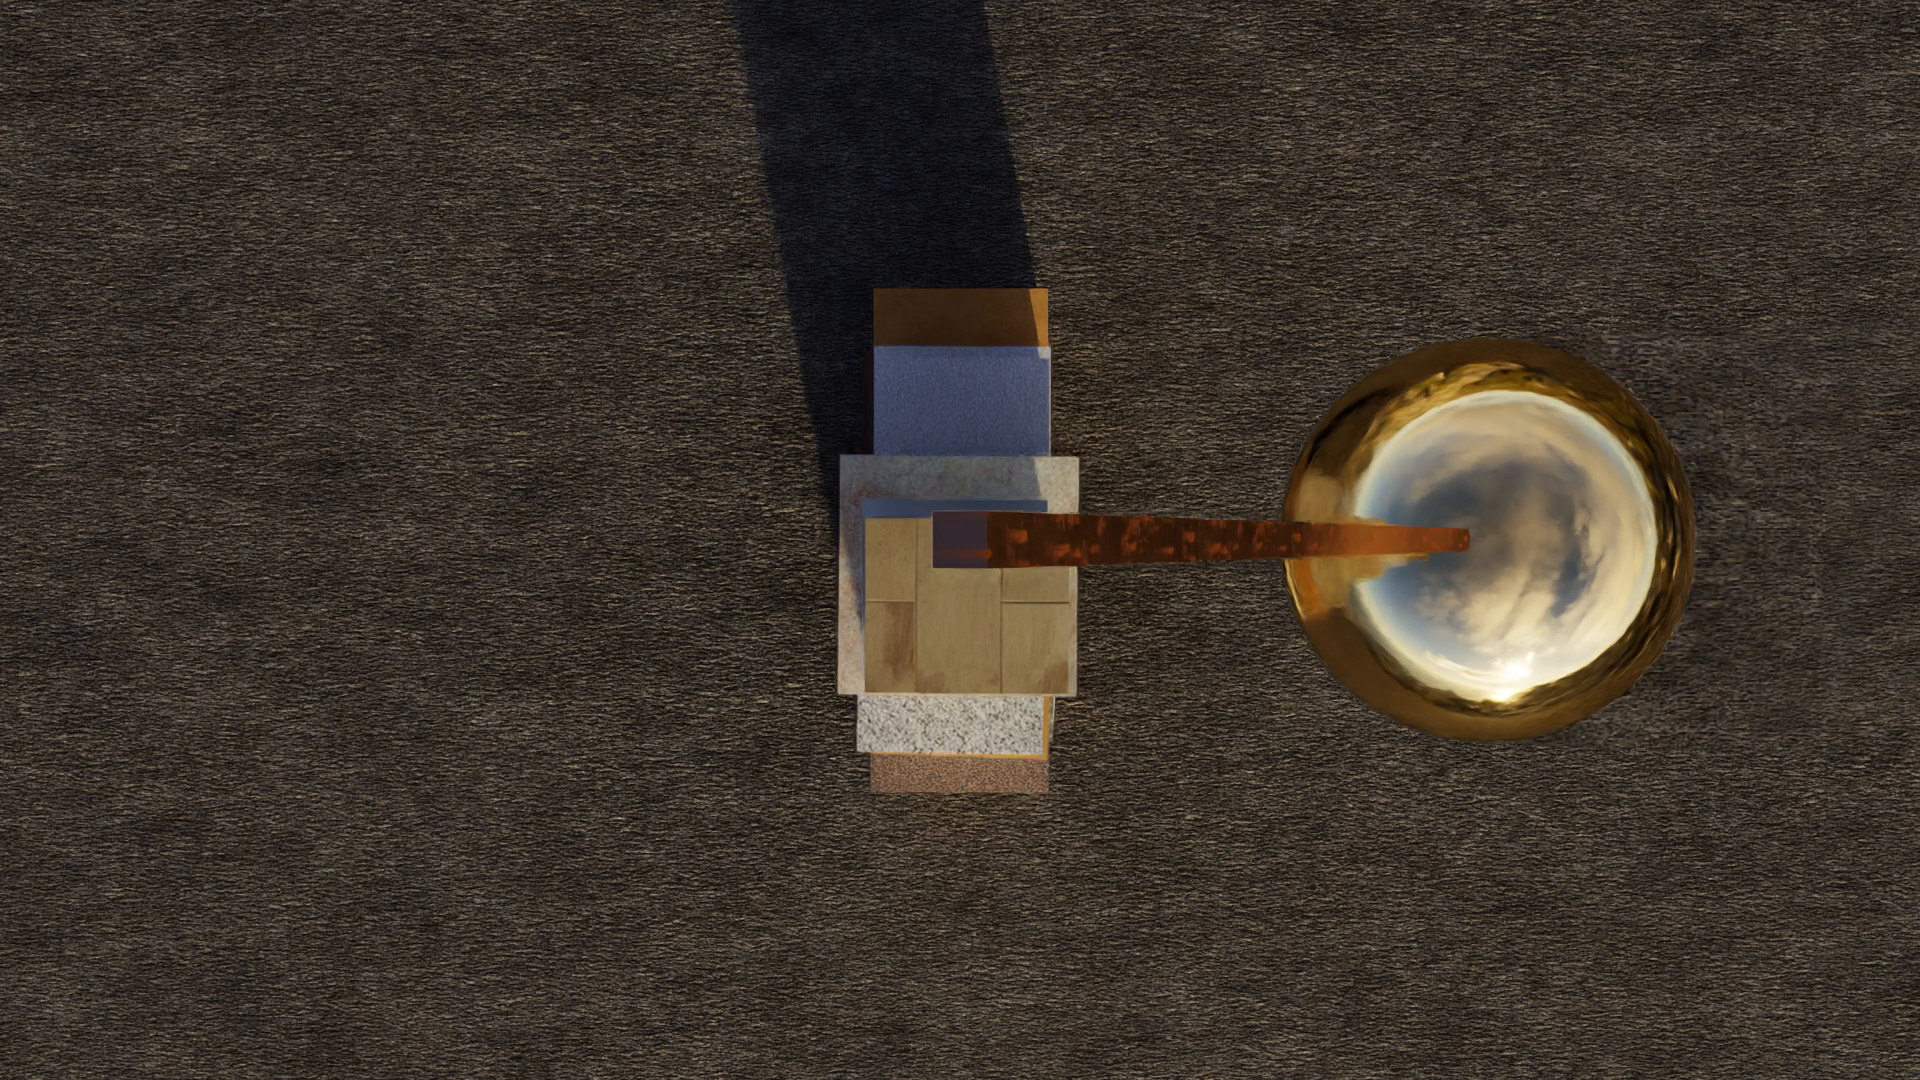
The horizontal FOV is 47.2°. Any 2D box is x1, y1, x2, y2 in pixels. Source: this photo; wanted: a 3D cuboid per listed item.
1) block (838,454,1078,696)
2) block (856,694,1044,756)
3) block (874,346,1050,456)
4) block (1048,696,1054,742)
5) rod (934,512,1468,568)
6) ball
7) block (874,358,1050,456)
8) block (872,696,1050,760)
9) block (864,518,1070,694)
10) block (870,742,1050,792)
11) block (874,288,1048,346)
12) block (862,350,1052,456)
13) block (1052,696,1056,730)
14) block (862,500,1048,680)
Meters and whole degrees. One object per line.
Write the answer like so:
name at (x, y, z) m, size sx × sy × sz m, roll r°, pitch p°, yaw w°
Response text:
block at (-0.006, 0.118, 8.070) m, size 0.828 × 0.883 × 0.832 m, roll 1°, pitch 91°, yaw 0°
block at (-0.031, 0.392, 8.885) m, size 0.722 × 0.730 × 0.857 m, roll 1°, pitch 91°, yaw 0°
block at (0.009, -0.427, 9.679) m, size 0.748 × 0.769 × 0.790 m, roll 0°, pitch 91°, yaw 0°
block at (0.004, 0.464, 10.532) m, size 0.871 × 0.883 × 0.896 m, roll 2°, pitch 90°, yaw 0°
rod at (0.899, 0.000, 5.519) m, size 0.080 × 5.200 × 0.080 m, roll 0°, pitch 90°, yaw 20°
ball at (2.074, 0.000, 8.710) m, size 1.600 × 1.600 × 1.600 m, roll 0°, pitch 90°, yaw 0°
block at (0.007, -0.393, 8.916) m, size 0.676 × 0.757 × 0.637 m, roll 0°, pitch 91°, yaw 0°
block at (-0.009, 0.449, 9.666) m, size 0.786 × 0.828 × 0.903 m, roll 2°, pitch 91°, yaw 0°
block at (0.021, 0.190, 6.790) m, size 0.600 × 0.634 × 0.514 m, roll 0°, pitch 91°, yaw 0°
block at (0.000, 0.918, 12.456) m, size 0.965 × 1.089 × 0.897 m, roll 0°, pitch 90°, yaw 0°
block at (0.005, -0.882, 12.466) m, size 0.946 × 1.067 × 0.965 m, roll 0°, pitch 90°, yaw 0°
block at (-0.016, -0.477, 11.427) m, size 0.936 × 1.010 × 0.937 m, roll 0°, pitch 91°, yaw 0°
block at (0.069, 0.505, 11.442) m, size 0.843 × 0.937 × 0.956 m, roll 3°, pitch 90°, yaw 0°
block at (-0.016, 0.157, 7.368) m, size 0.600 × 0.523 × 0.581 m, roll 0°, pitch 91°, yaw 0°
